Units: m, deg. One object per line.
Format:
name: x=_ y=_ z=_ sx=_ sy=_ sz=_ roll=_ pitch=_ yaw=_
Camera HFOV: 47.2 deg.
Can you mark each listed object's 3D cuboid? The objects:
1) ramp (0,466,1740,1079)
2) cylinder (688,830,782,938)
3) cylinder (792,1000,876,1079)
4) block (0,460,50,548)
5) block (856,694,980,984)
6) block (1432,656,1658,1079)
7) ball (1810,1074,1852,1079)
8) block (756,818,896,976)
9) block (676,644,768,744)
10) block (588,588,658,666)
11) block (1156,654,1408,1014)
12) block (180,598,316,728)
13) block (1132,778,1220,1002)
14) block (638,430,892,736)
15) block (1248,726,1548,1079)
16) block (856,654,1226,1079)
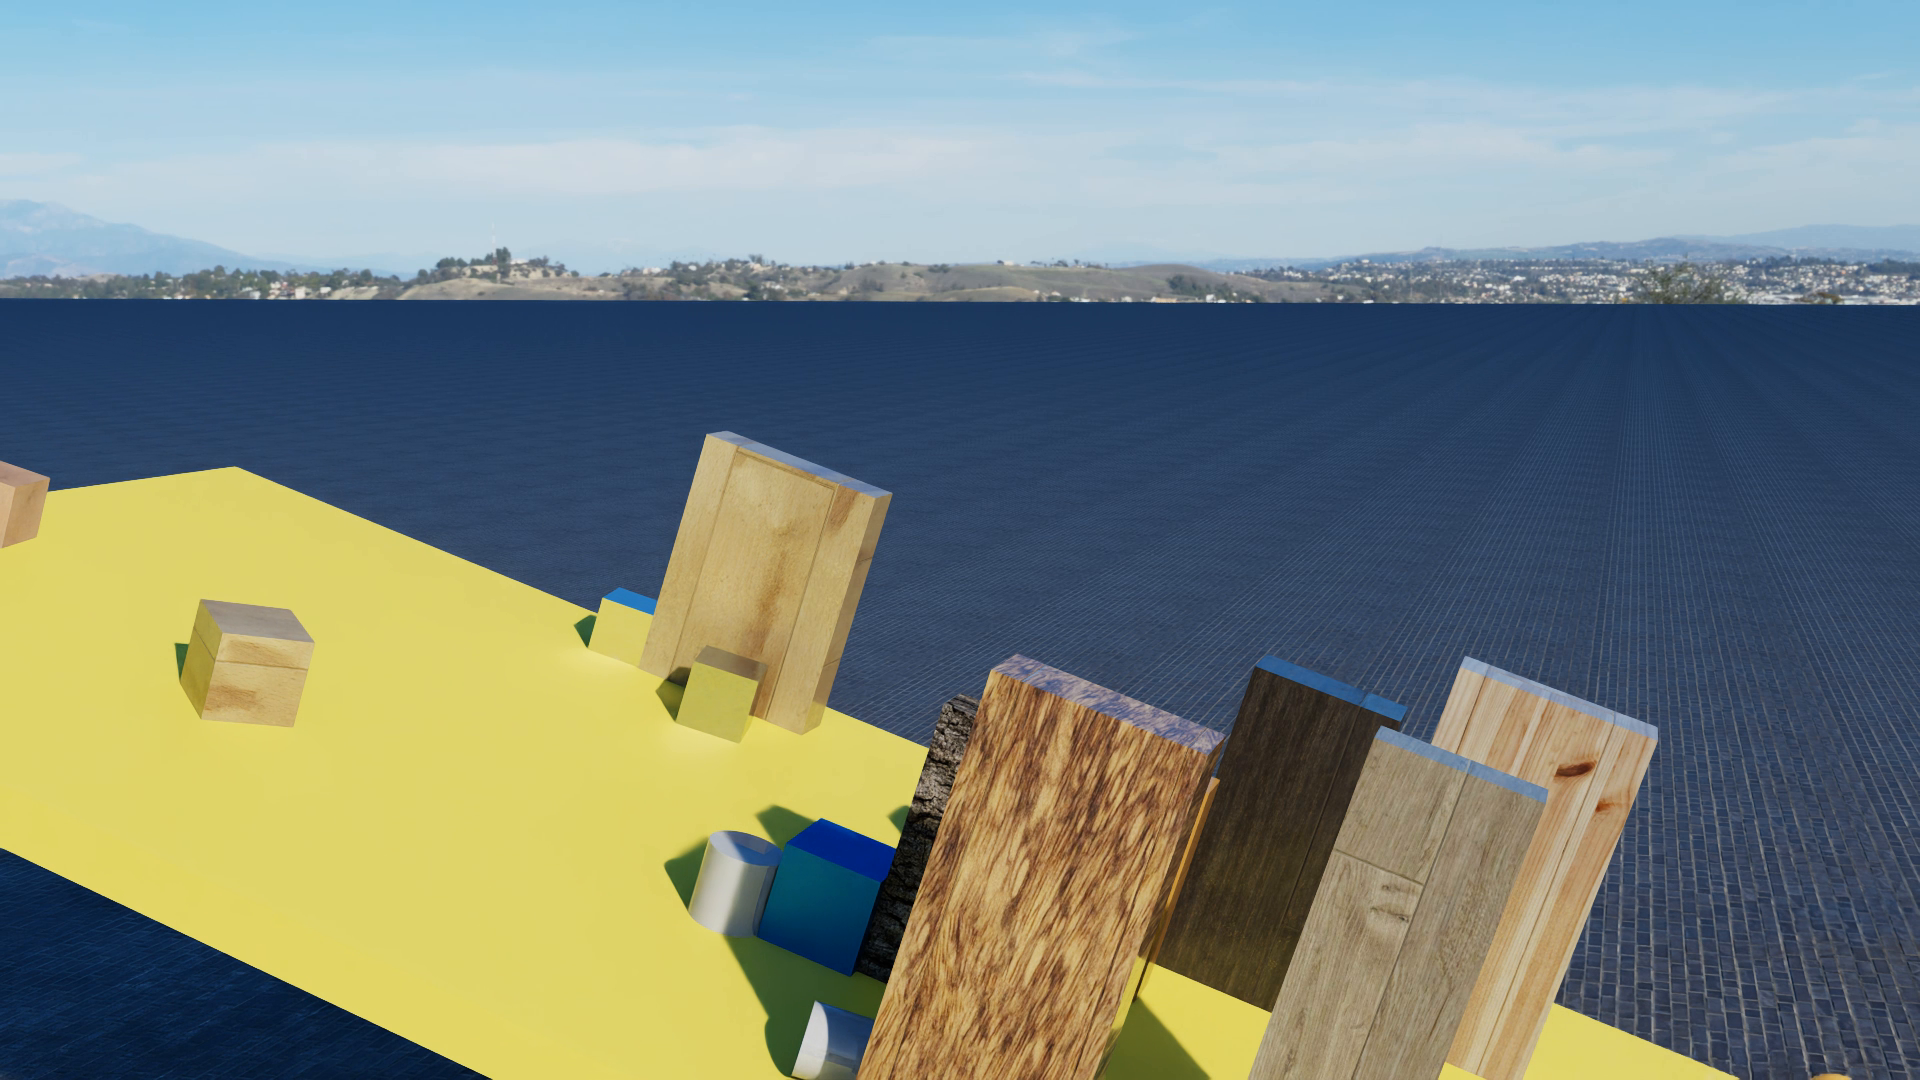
ramp: x=-0.352 y=0.662 z=4.223 sx=4.000 sy=0.100 sz=2.000 roll=21 pitch=12 yaw=14
cylinder: x=-0.392 y=0.602 z=3.857 sx=0.138 sy=0.138 sz=0.138 roll=17 pitch=12 yaw=-4
cylinder: x=-0.185 y=0.784 z=3.384 sx=0.118 sy=0.118 sz=0.118 roll=18 pitch=7 yaw=-1
block: x=-2.010 y=-0.078 z=4.588 sx=0.134 sy=0.134 sz=0.134 roll=19 pitch=12 yaw=4
block: x=0.069 y=0.568 z=3.786 sx=0.347 sy=0.507 sz=0.104 roll=21 pitch=12 yaw=14
block: x=1.031 y=0.646 z=4.271 sx=0.382 sy=0.743 sz=0.130 roll=21 pitch=12 yaw=14
ball: x=1.771 y=1.160 z=4.456 sx=0.155 sy=0.155 sz=0.155 roll=0 pitch=7 yaw=0
block: x=-0.220 y=0.628 z=3.885 sx=0.181 sy=0.181 sz=0.181 roll=21 pitch=12 yaw=13
block: x=-0.522 y=0.339 z=4.842 sx=0.147 sy=0.147 sz=0.147 roll=18 pitch=12 yaw=1
block: x=-0.772 y=0.203 z=5.135 sx=0.129 sy=0.129 sz=0.129 roll=19 pitch=12 yaw=5
block: x=0.617 y=0.574 z=4.269 sx=0.289 sy=0.629 sz=0.145 roll=21 pitch=12 yaw=14
block: x=-1.329 y=0.229 z=4.097 sx=0.171 sy=0.171 sz=0.171 roll=9 pitch=15 yaw=-35
block: x=0.263 y=0.599 z=4.124 sx=0.312 sy=0.428 sz=0.113 roll=21 pitch=12 yaw=14
block: x=-0.447 y=0.095 z=5.018 sx=0.424 sy=0.574 sz=0.118 roll=21 pitch=12 yaw=14
block: x=0.617 y=0.697 z=3.305 sx=0.258 sy=0.793 sz=0.092 roll=21 pitch=12 yaw=14
block: x=0.099 y=0.580 z=3.182 sx=0.325 sy=0.751 sz=0.139 roll=21 pitch=12 yaw=14
